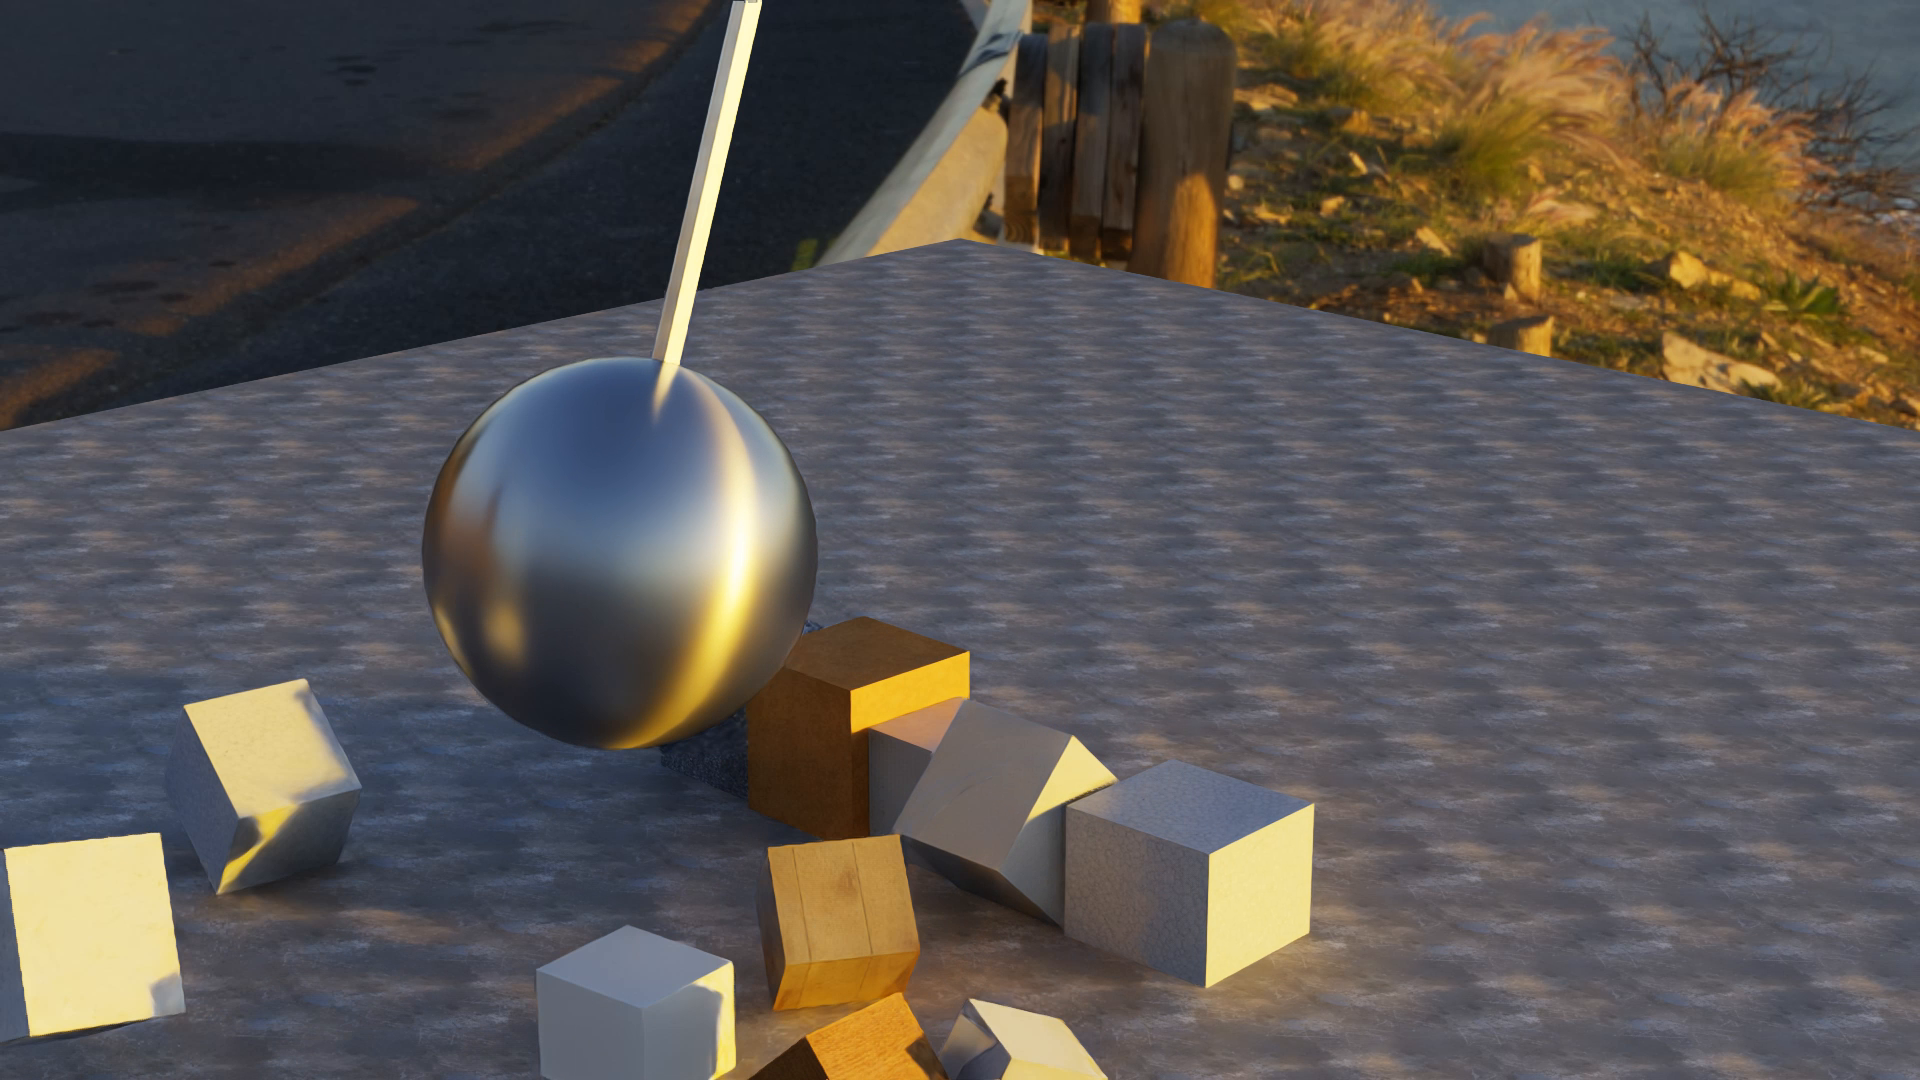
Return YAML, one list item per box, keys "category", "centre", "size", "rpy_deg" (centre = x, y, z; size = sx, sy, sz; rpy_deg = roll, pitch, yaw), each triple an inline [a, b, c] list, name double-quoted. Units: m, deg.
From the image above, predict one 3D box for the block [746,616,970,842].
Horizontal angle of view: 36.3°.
- category: "block"
  centre: [-0.489, 0.915, 14.098]
  size: [0.770, 0.800, 0.739]
  rpy_deg: [-17, 24, -42]

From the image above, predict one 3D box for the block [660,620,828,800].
- category: "block"
  centre: [-0.990, 0.813, 14.644]
  size: [0.730, 0.669, 0.717]
  rpy_deg: [-17, 24, -42]

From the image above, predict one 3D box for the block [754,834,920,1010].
- category: "block"
  centre: [-0.514, 1.582, 12.118]
  size: [0.553, 0.496, 0.517]
  rpy_deg: [-4, 61, -13]

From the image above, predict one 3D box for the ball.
- category: "ball"
  centre: [-1.376, 0.054, 11.916]
  size: [1.600, 1.600, 1.600]
  rpy_deg: [0, 17, 0]

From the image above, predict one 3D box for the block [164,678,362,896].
- category: "block"
  centre: [-3.182, 1.120, 13.362]
  size: [0.591, 0.586, 0.652]
  rpy_deg: [-13, 56, -35]

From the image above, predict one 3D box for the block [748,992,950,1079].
- category: "block"
  centre: [-0.397, 2.032, 10.813]
  size: [0.491, 0.456, 0.450]
  rpy_deg: [-18, -18, -44]

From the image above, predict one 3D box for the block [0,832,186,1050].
- category: "block"
  centre: [-3.502, 1.556, 11.231]
  size: [0.772, 0.693, 0.646]
  rpy_deg: [-19, -11, 42]

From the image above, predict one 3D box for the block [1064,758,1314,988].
- category: "block"
  centre: [0.994, 1.435, 12.759]
  size: [0.778, 0.612, 0.741]
  rpy_deg: [15, 23, 40]

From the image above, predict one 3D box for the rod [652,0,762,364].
- category: "rod"
  centre: [-0.596, -3.248, 11.696]
  size: [0.080, 5.200, 0.080]
  rpy_deg: [17, 5, 42]

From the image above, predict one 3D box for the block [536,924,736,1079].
- category: "block"
  centre: [-1.276, 1.889, 11.565]
  size: [0.565, 0.462, 0.520]
  rpy_deg: [13, 21, 35]

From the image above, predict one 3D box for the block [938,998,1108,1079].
- category: "block"
  centre: [0.215, 2.022, 10.995]
  size: [0.434, 0.362, 0.432]
  rpy_deg: [18, 14, -29]

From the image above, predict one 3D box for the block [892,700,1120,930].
- category: "block"
  centre: [0.240, 1.212, 12.983]
  size: [0.644, 0.676, 0.600]
  rpy_deg: [16, -21, 41]

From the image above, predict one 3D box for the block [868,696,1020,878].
- category: "block"
  centre: [0.002, 1.155, 13.676]
  size: [0.595, 0.595, 0.611]
  rpy_deg: [-16, 24, -42]
